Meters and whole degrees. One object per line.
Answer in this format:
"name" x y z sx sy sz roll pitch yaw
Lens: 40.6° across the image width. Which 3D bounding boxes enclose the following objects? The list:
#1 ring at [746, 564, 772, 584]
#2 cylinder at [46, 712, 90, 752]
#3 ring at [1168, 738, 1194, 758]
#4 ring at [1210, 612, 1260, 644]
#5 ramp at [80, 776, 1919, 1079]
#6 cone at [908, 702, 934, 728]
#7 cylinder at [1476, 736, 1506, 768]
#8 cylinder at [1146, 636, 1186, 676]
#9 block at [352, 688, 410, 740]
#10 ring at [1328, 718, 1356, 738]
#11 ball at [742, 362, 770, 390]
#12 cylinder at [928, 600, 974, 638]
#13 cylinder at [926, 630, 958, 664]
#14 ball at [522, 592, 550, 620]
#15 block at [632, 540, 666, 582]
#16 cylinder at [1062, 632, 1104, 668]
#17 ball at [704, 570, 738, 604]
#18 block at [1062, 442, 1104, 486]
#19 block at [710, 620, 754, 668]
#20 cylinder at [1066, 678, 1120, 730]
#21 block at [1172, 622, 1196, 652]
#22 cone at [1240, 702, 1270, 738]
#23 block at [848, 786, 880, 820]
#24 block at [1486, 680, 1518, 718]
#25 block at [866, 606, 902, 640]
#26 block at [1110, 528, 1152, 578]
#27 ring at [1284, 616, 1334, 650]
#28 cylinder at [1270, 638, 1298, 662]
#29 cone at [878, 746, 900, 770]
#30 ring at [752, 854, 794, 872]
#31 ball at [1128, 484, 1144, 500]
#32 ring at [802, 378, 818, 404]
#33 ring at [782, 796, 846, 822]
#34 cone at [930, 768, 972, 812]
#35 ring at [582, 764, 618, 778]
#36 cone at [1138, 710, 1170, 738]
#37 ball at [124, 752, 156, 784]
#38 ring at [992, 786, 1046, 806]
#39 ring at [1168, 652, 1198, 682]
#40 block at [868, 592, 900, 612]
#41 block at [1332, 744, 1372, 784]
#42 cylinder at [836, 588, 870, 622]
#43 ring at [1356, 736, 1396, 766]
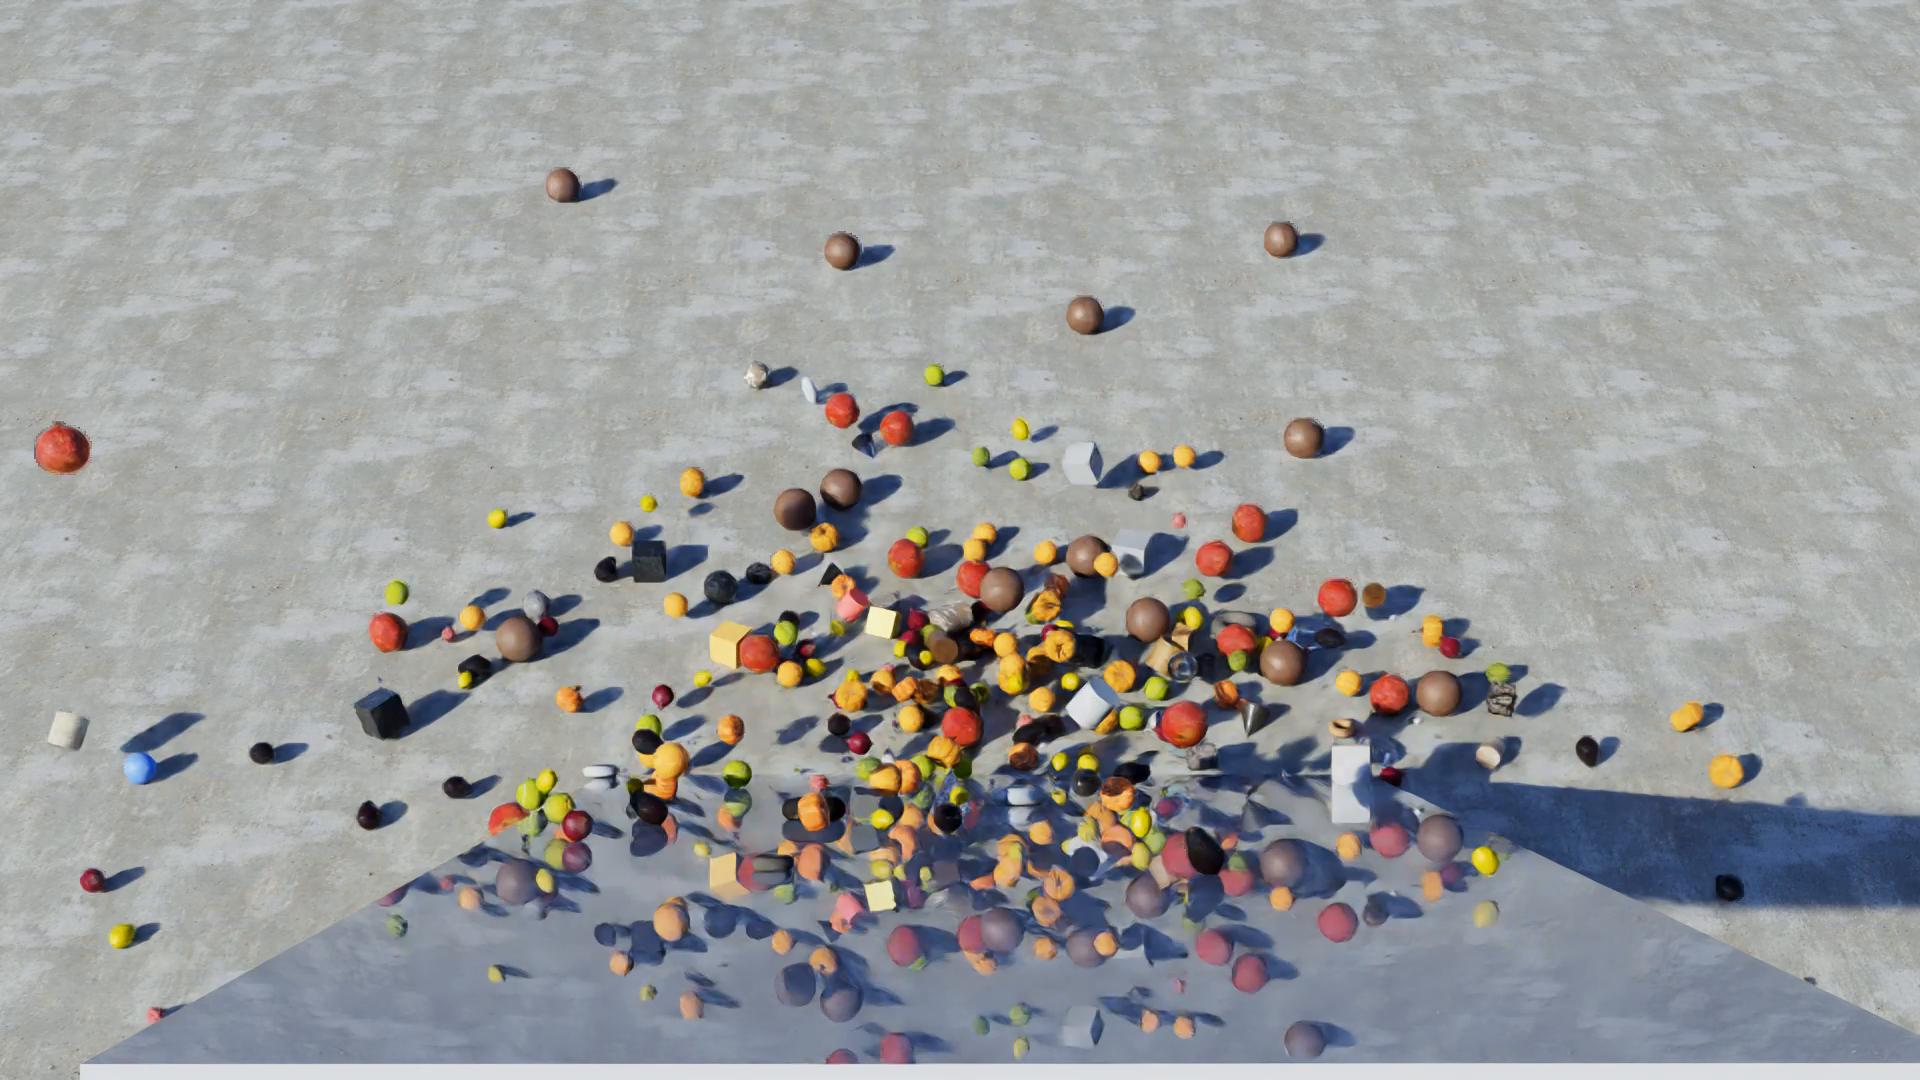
"ring" -0.595 0.099 7.666 0.079 0.026 0.079 4 42 -4
"cylinder" -2.339 0.504 6.800 0.086 0.086 0.086 10 75 15
"ring" 0.595 0.557 6.948 0.080 0.027 0.080 -2 28 1
"ring" 0.786 0.250 7.415 0.139 0.046 0.139 -2 30 1
"ramp" 0.072 0.632 4.731 2.000 0.100 4.000 0 -1 0
"cone" -0.109 0.460 7.042 0.072 0.072 0.072 -6 47 6
"cylinder" 1.413 0.564 6.895 0.065 0.065 0.065 15 28 22
"cylinder" 0.571 0.322 7.197 0.084 0.084 0.084 29 10 -6
"block" -1.560 0.468 6.994 0.093 0.093 0.093 -34 28 -33
"ring" 1.034 0.509 7.026 0.077 0.026 0.077 0 31 0
"ball" -0.678 -0.549 8.632 0.092 0.092 0.092 0 32 0
"cylinder" -0.026 0.230 7.401 0.095 0.095 0.095 -25 40 -33
"cylinder" -0.051 0.300 7.295 0.076 0.076 0.076 -9 20 -14
"ball" -1.222 0.189 7.479 0.081 0.081 0.081 0 32 0
"block" -0.919 0.063 7.667 0.090 0.090 0.090 0 32 0
"cylinder" 0.344 0.308 7.260 0.092 0.092 0.092 10 30 -15
"ball" -0.698 0.137 7.543 0.099 0.099 0.099 0 32 0
"block" 0.379 -0.234 7.986 0.090 0.090 0.090 -4 46 25
"block" -0.644 0.294 7.308 0.087 0.087 0.087 17 36 24
"cylinder" 0.340 0.419 6.624 0.097 0.097 0.097 33 25 -17
"block" 0.634 0.276 7.370 0.051 0.051 0.051 15 35 22
"cone" 0.788 0.499 7.028 0.086 0.086 0.086 12 61 18
"block" -0.203 0.555 5.471 0.051 0.051 0.051 9 10 -13
"block" 1.456 0.428 6.964 0.064 0.064 0.064 12 60 22
"block" -0.217 0.236 7.378 0.077 0.077 0.077 12 -1 14
"block" 0.509 0.040 7.696 0.100 0.100 0.100 10 33 15
"ring" 0.993 0.265 7.390 0.143 0.048 0.143 1 29 -1
"cylinder" 0.915 0.310 7.311 0.055 0.055 0.055 -24 40 -33
"cone" -0.190 0.572 6.883 0.057 0.057 0.057 -5 15 1
"ring" -0.328 0.567 4.555 0.075 0.025 0.075 -1 0 0
"ball" 0.547 -0.149 8.039 0.052 0.052 0.052 0 32 0
"ring" -0.494 -0.493 8.541 0.031 0.094 0.094 -26 38 -11
"ring" -0.310 0.571 5.504 0.136 0.045 0.136 -1 -1 0
"cone" -0.020 0.548 5.710 0.096 0.096 0.096 0 -1 0
"ring" -0.927 0.595 6.683 0.094 0.031 0.094 0 -2 0
"cone" 0.516 0.503 7.027 0.077 0.077 0.077 -13 22 34
"ball" -2.159 0.601 6.826 0.083 0.083 0.083 0 32 0
"ring" 0.134 0.578 5.867 0.122 0.041 0.122 -1 -2 0
"ring" 0.611 0.349 7.110 0.087 0.087 0.029 -5 1 -8
"block" -0.218 0.200 7.476 0.065 0.065 0.065 25 40 34
"block" 0.978 0.559 6.474 0.095 0.095 0.095 0 -1 10
"cylinder" -0.309 0.187 7.451 0.069 0.069 0.069 29 30 -19
"ring" 1.112 0.563 6.919 0.113 0.038 0.113 11 28 -6
